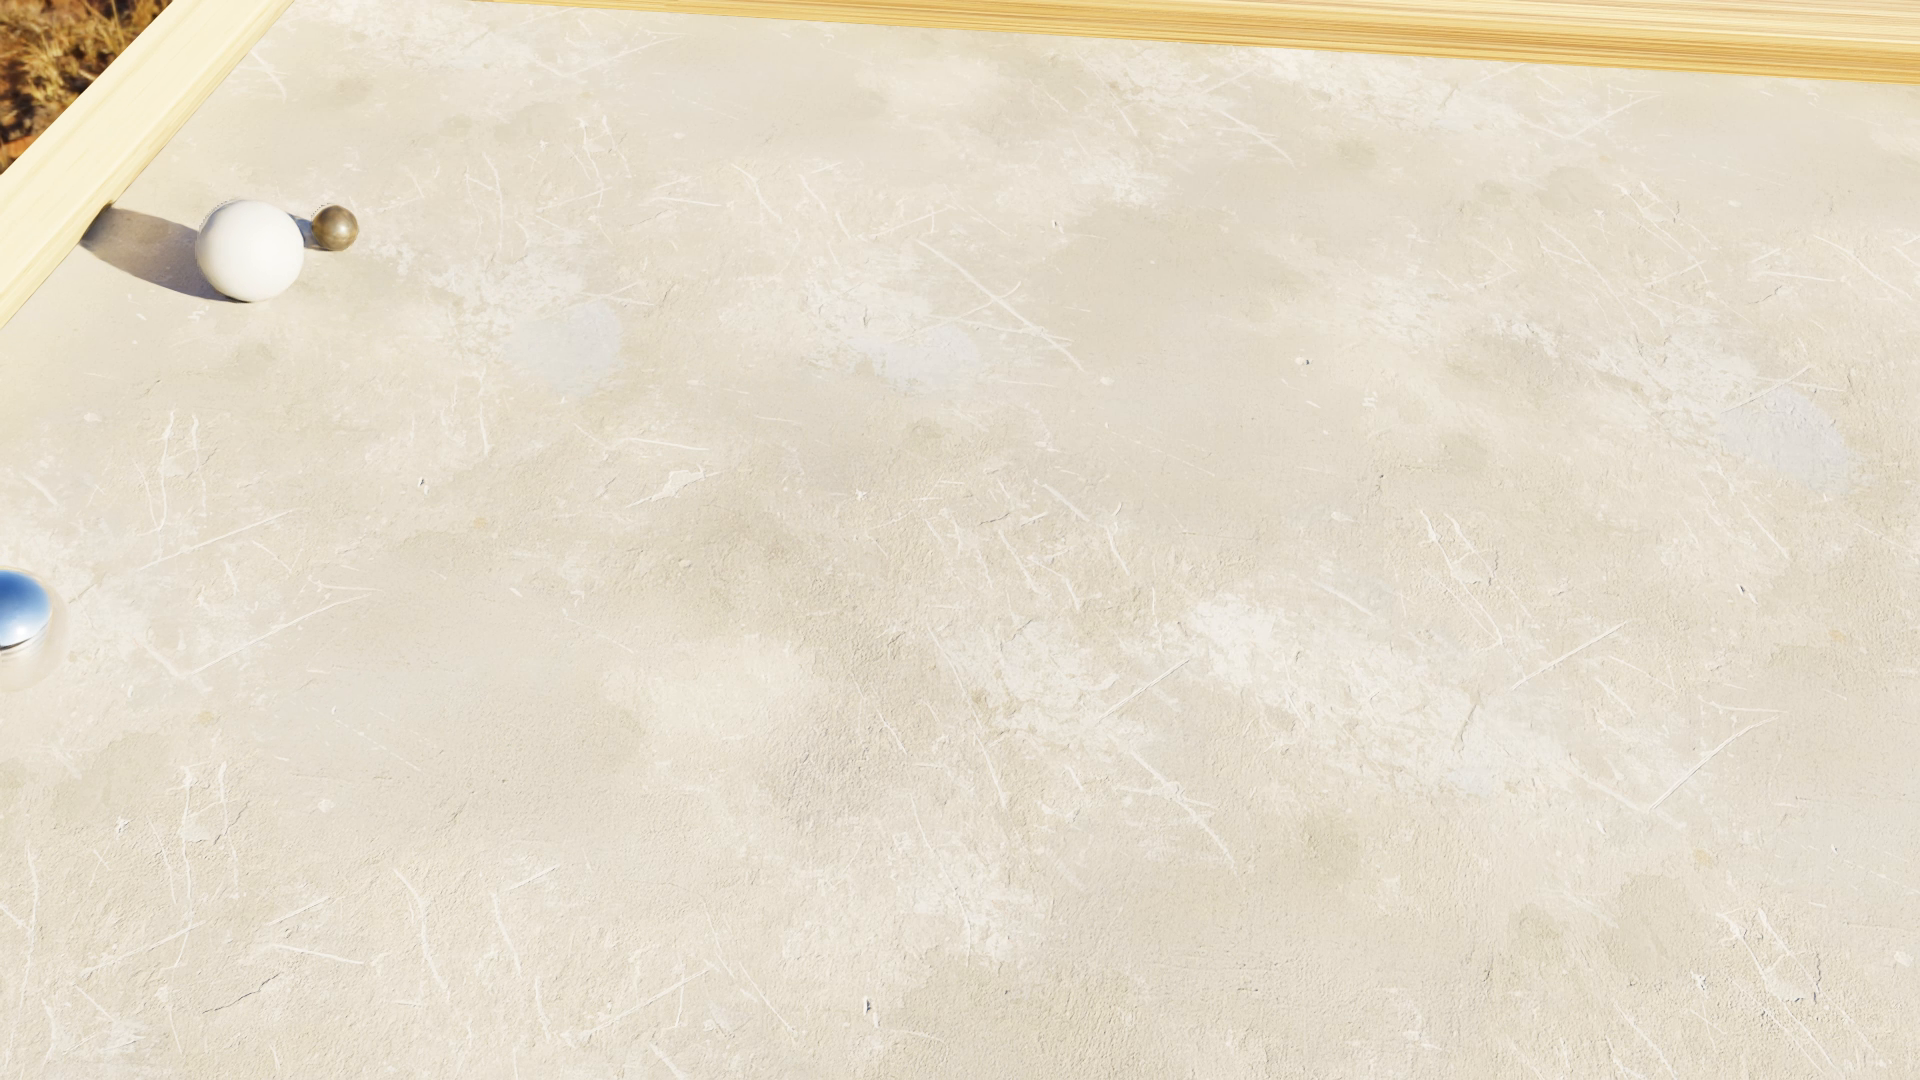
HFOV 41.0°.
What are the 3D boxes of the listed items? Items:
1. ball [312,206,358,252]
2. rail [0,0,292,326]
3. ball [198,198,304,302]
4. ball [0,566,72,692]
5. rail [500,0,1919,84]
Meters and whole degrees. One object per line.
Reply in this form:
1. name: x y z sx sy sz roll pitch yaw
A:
1. ball: -0.558 -0.278 2.292 0.041 0.041 0.041 0 35 0
2. rail: -0.830 -0.091 1.956 0.045 0.115 1.951 5 35 7
3. ball: -0.610 -0.249 2.208 0.089 0.089 0.089 0 35 0
4. ball: -0.657 0.061 1.765 0.087 0.087 0.087 0 35 0
5. rail: 0.989 -0.492 2.531 3.449 0.115 0.045 5 35 7
